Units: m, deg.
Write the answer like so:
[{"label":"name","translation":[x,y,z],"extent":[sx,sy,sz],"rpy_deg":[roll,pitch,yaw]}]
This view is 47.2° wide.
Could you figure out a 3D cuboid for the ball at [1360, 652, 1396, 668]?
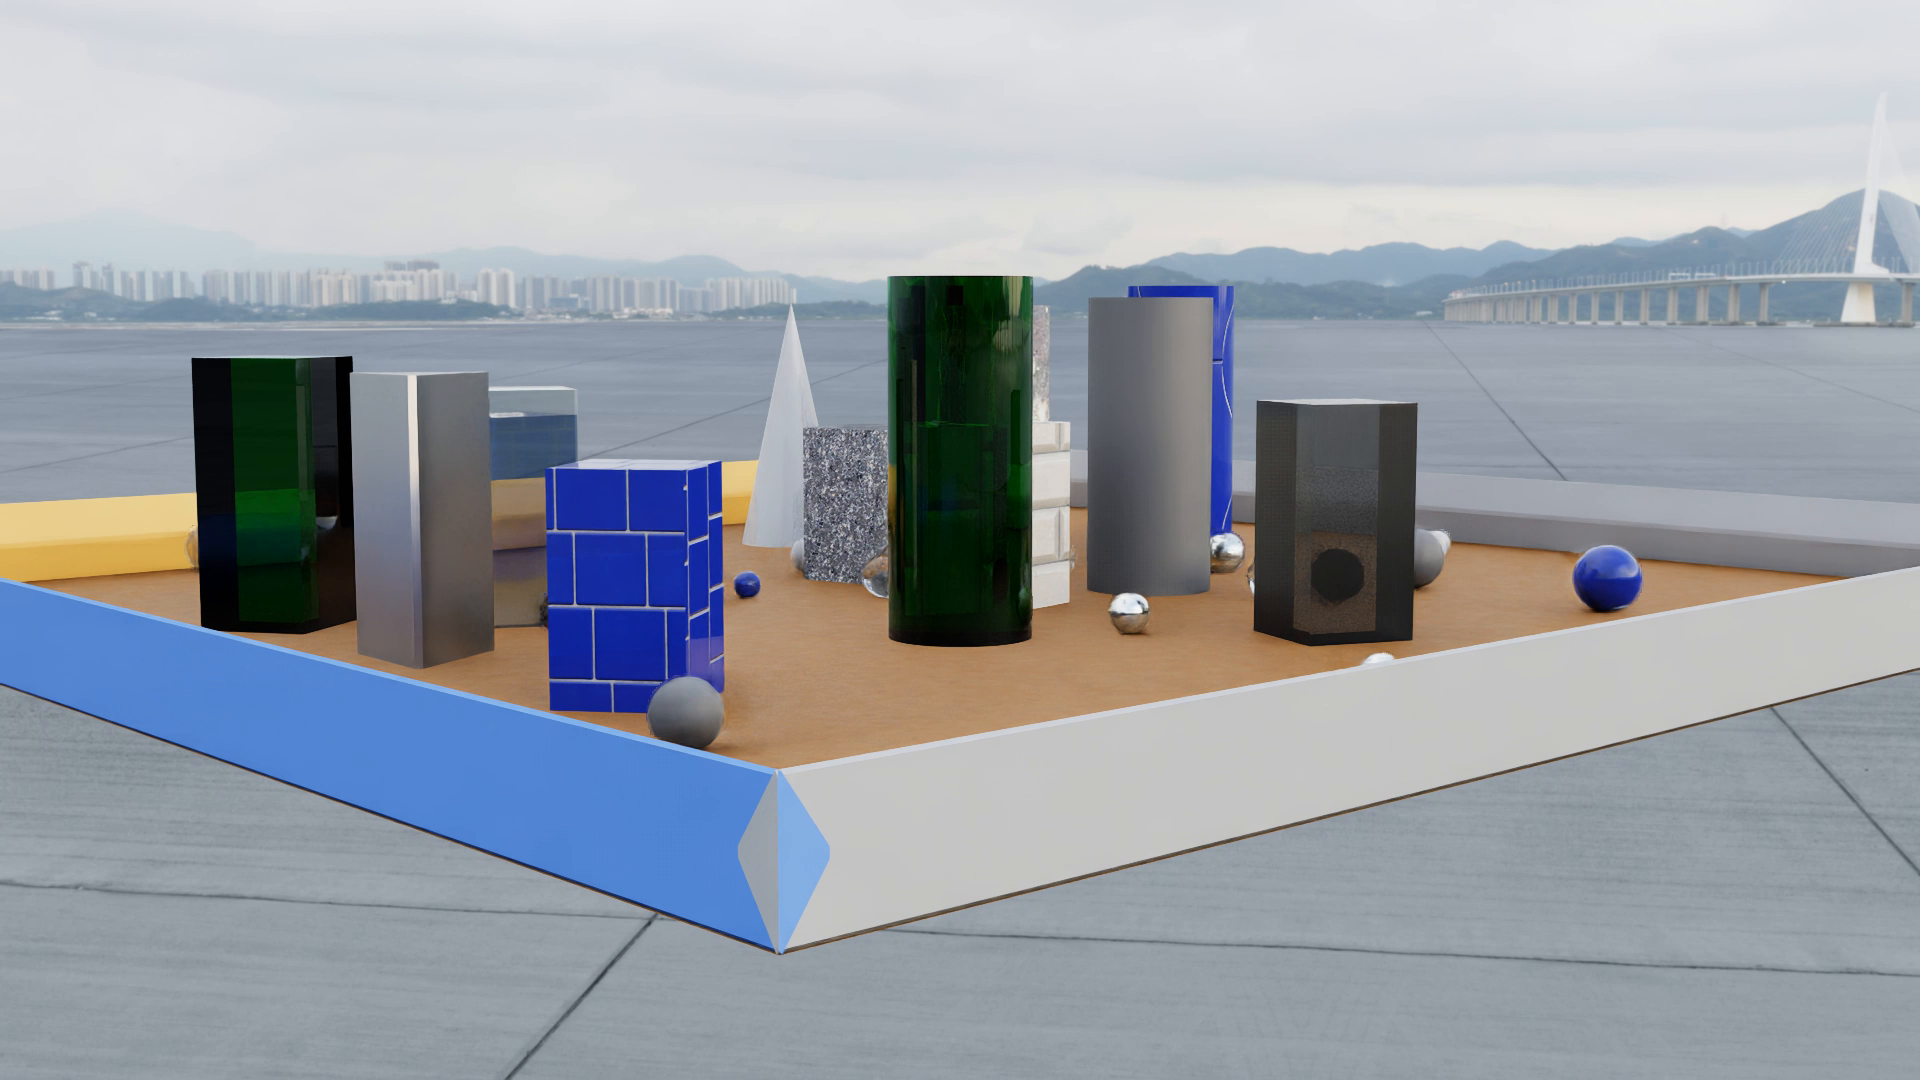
[{"label":"ball","translation":[0.492,0.155,2.572],"extent":[0.047,0.047,0.047],"rpy_deg":[0,6,0]}]

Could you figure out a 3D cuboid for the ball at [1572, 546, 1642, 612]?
[{"label":"ball","translation":[0.958,0.057,3.256],"extent":[0.099,0.099,0.099],"rpy_deg":[0,6,0]}]

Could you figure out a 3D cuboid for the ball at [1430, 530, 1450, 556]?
[{"label":"ball","translation":[0.859,0.008,3.965],"extent":[0.050,0.050,0.050],"rpy_deg":[0,6,0]}]

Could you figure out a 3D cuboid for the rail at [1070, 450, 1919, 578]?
[{"label":"rail","translation":[0.960,-0.059,4.213],"extent":[0.045,0.128,2.514],"rpy_deg":[-5,8,-42]}]

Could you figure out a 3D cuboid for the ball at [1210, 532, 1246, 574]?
[{"label":"ball","translation":[0.449,0.022,3.733],"extent":[0.070,0.070,0.070],"rpy_deg":[0,6,0]}]

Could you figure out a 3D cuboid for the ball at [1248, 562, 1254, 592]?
[{"label":"ball","translation":[0.478,0.057,3.398],"extent":[0.069,0.069,0.069],"rpy_deg":[0,6,0]}]

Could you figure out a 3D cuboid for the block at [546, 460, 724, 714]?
[{"label":"block","translation":[-0.368,0.049,2.507],"extent":[0.158,0.271,0.158],"rpy_deg":[1,6,9]}]

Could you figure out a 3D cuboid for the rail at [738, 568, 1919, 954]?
[{"label":"rail","translation":[0.836,0.127,2.430],"extent":[2.661,0.128,0.045],"rpy_deg":[-5,8,-42]}]

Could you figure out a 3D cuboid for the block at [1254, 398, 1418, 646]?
[{"label":"block","translation":[0.511,-0.029,3.006],"extent":[0.158,0.321,0.158],"rpy_deg":[-2,6,-20]}]

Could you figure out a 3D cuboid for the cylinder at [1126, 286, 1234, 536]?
[{"label":"cylinder","translation":[0.405,-0.222,4.057],"extent":[0.197,0.488,0.197],"rpy_deg":[0,6,0]}]

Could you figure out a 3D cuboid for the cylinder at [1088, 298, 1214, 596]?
[{"label":"cylinder","translation":[0.302,-0.153,3.509],"extent":[0.197,0.464,0.197],"rpy_deg":[0,6,0]}]

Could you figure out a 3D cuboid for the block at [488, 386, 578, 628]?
[{"label":"block","translation":[-0.637,-0.051,3.158],"extent":[0.158,0.334,0.158],"rpy_deg":[-2,6,-18]}]

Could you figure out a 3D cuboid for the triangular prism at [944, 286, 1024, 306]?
[{"label":"triangular prism","translation":[0.080,-0.251,4.316],"extent":[0.171,0.491,0.148],"rpy_deg":[3,7,27]}]

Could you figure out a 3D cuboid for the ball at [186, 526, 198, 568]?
[{"label":"ball","translation":[-1.274,0.012,3.748],"extent":[0.086,0.086,0.086],"rpy_deg":[0,6,0]}]

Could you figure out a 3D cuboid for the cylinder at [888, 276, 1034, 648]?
[{"label":"cylinder","translation":[0.000,-0.111,2.988],"extent":[0.197,0.490,0.197],"rpy_deg":[0,6,0]}]

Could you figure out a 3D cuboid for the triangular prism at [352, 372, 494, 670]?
[{"label":"triangular prism","translation":[-0.672,-0.032,2.831],"extent":[0.148,0.365,0.171],"rpy_deg":[-5,8,-40]}]

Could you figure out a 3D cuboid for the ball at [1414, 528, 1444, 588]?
[{"label":"ball","translation":[0.728,0.029,3.530],"extent":[0.097,0.097,0.097],"rpy_deg":[0,6,0]}]

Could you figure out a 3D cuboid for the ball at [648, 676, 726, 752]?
[{"label":"ball","translation":[-0.276,0.176,2.223],"extent":[0.077,0.077,0.077],"rpy_deg":[0,6,0]}]

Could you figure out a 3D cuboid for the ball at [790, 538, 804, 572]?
[{"label":"ball","translation":[-0.260,0.025,3.755],"extent":[0.058,0.058,0.058],"rpy_deg":[0,6,0]}]

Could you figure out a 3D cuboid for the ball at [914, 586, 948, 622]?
[{"label":"ball","translation":[-0.041,0.092,3.152],"extent":[0.050,0.050,0.050],"rpy_deg":[0,6,0]}]

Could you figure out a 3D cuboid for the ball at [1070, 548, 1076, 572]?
[{"label":"ball","translation":[0.163,0.032,3.674],"extent":[0.061,0.061,0.061],"rpy_deg":[0,6,0]}]

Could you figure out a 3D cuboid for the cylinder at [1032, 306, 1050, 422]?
[{"label":"cylinder","translation":[0.061,-0.191,3.930],"extent":[0.197,0.453,0.197],"rpy_deg":[0,6,0]}]

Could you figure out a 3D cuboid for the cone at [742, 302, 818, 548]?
[{"label":"cone","translation":[-0.322,-0.224,4.212],"extent":[0.197,0.460,0.197],"rpy_deg":[0,6,0]}]

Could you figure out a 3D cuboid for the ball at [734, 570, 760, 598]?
[{"label":"ball","translation":[-0.331,0.069,3.413],"extent":[0.042,0.042,0.042],"rpy_deg":[0,6,0]}]

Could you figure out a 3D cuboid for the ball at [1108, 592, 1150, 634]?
[{"label":"ball","translation":[0.234,0.100,3.037],"extent":[0.058,0.058,0.058],"rpy_deg":[0,6,0]}]

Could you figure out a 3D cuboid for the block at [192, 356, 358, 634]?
[{"label":"block","translation":[-0.963,-0.068,3.105],"extent":[0.158,0.380,0.158],"rpy_deg":[1,6,13]}]

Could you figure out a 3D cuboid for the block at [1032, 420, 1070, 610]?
[{"label":"block","translation":[0.057,-0.040,3.336],"extent":[0.158,0.276,0.158],"rpy_deg":[4,7,36]}]

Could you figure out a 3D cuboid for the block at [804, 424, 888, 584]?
[{"label":"block","translation":[-0.149,-0.062,3.662],"extent":[0.158,0.252,0.158],"rpy_deg":[4,7,34]}]

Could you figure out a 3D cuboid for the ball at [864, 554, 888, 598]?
[{"label":"ball","translation":[-0.117,0.056,3.420],"extent":[0.067,0.067,0.067],"rpy_deg":[0,6,0]}]

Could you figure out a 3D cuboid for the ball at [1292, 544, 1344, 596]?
[{"label":"ball","translation":[0.559,0.047,3.433],"extent":[0.081,0.081,0.081],"rpy_deg":[0,6,0]}]

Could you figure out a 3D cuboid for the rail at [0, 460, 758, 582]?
[{"label":"rail","translation":[-0.836,-0.061,4.233],"extent":[2.661,0.128,0.045],"rpy_deg":[-5,8,-42]}]

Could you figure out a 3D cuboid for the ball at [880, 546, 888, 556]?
[{"label":"ball","translation":[-0.092,0.037,3.547],"extent":[0.078,0.078,0.078],"rpy_deg":[0,6,0]}]

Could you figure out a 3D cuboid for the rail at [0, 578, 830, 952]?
[{"label":"rail","translation":[-0.960,0.125,2.451],"extent":[0.045,0.128,2.514],"rpy_deg":[-5,8,-42]}]

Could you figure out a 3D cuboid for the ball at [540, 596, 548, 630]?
[{"label":"ball","translation":[-0.544,0.100,3.015],"extent":[0.064,0.064,0.064],"rpy_deg":[0,6,0]}]
